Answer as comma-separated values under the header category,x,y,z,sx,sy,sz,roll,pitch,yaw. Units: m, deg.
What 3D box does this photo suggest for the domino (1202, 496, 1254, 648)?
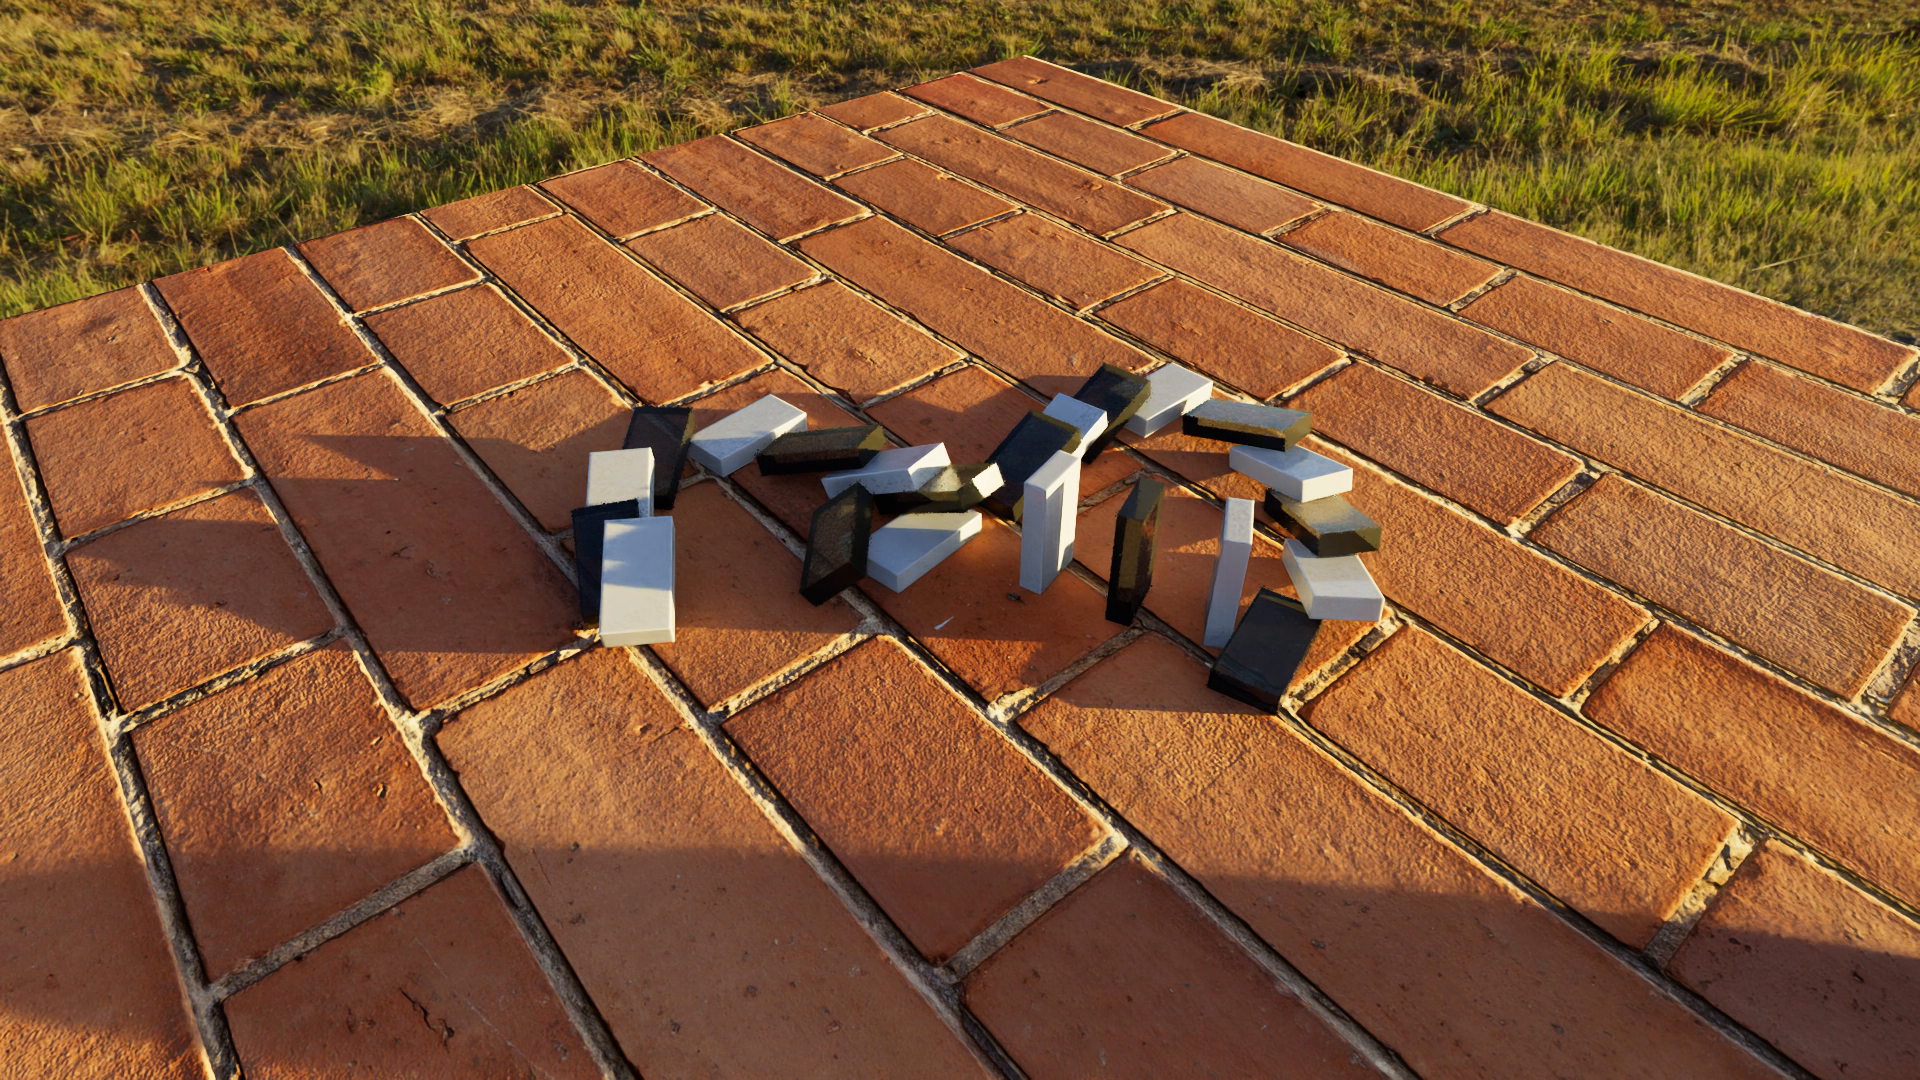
category,x,y,z,sx,sy,sz,roll,pitch,yaw
domino,0.097,0.012,0.396,0.010,0.050,0.025,9,40,10

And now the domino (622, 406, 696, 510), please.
category,x,y,z,sx,sy,sz,roll,pitch,yaw
domino,-0.133,-0.036,0.478,0.025,0.010,0.050,2,54,3

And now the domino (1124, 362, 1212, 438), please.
category,x,y,z,sx,sy,sz,roll,pitch,yaw
domino,0.095,-0.068,0.526,0.050,0.009,0.025,-31,48,-32

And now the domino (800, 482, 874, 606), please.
category,x,y,z,sx,sy,sz,roll,pitch,yaw
domino,-0.048,0.001,0.432,0.025,0.009,0.050,-31,33,23

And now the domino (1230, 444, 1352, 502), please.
category,x,y,z,sx,sy,sz,roll,pitch,yaw
domino,0.140,-0.031,0.470,0.025,0.010,0.050,-14,25,-18

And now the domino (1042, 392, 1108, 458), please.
category,x,y,z,sx,sy,sz,roll,pitch,yaw
domino,0.041,-0.041,0.484,0.025,0.009,0.050,26,62,29

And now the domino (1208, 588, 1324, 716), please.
category,x,y,z,sx,sy,sz,roll,pitch,yaw
domino,0.111,0.039,0.396,0.025,0.010,0.050,22,44,24

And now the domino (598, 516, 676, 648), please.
category,x,y,z,sx,sy,sz,roll,pitch,yaw
domino,-0.119,0.015,0.408,0.025,0.010,0.050,-4,55,-8

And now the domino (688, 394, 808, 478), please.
category,x,y,z,sx,sy,sz,roll,pitch,yaw
domino,-0.097,-0.048,0.503,0.025,0.010,0.050,29,48,31

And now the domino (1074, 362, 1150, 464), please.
category,x,y,z,sx,sy,sz,roll,pitch,yaw
domino,0.063,-0.059,0.505,0.025,0.009,0.050,28,62,29

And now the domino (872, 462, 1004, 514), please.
category,x,y,z,sx,sy,sz,roll,pitch,yaw
domino,-0.010,-0.021,0.447,0.050,0.010,0.025,1,29,45

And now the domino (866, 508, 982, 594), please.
category,x,y,z,sx,sy,sz,roll,pitch,yaw
domino,-0.017,0.000,0.444,0.025,0.010,0.050,29,47,30

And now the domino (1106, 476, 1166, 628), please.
category,x,y,z,sx,sy,sz,roll,pitch,yaw
domino,0.064,0.005,0.406,0.010,0.050,0.025,17,42,20

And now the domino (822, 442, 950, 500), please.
category,x,y,z,sx,sy,sz,roll,pitch,yaw
domino,-0.031,-0.029,0.461,0.050,0.009,0.025,-3,27,39

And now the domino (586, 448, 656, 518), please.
category,x,y,z,sx,sy,sz,roll,pitch,yaw
domino,-0.139,-0.015,0.450,0.025,0.010,0.050,-5,56,-6

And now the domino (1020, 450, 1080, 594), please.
category,x,y,z,sx,sy,sz,roll,pitch,yaw
domino,0.034,-0.006,0.419,0.010,0.050,0.025,23,45,26

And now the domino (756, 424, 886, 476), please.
category,x,y,z,sx,sy,sz,roll,pitch,yaw
domino,-0.060,-0.039,0.477,0.050,0.009,0.025,-3,27,24

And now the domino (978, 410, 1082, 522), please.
category,x,y,z,sx,sy,sz,roll,pitch,yaw
domino,0.027,-0.032,0.467,0.025,0.009,0.050,26,62,28

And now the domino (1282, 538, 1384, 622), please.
category,x,y,z,sx,sy,sz,roll,pitch,yaw
domino,0.140,0.014,0.416,0.025,0.010,0.050,2,24,3

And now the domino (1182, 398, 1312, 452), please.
category,x,y,z,sx,sy,sz,roll,pitch,yaw
domino,0.129,-0.052,0.496,0.050,0.009,0.025,16,34,39

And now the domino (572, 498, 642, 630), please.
category,x,y,z,sx,sy,sz,roll,pitch,yaw
domino,-0.133,0.009,0.422,0.025,0.010,0.050,-10,57,-12

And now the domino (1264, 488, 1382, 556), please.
category,x,y,z,sx,sy,sz,roll,pitch,yaw
domino,0.145,-0.009,0.443,0.025,0.009,0.050,-6,23,-7
